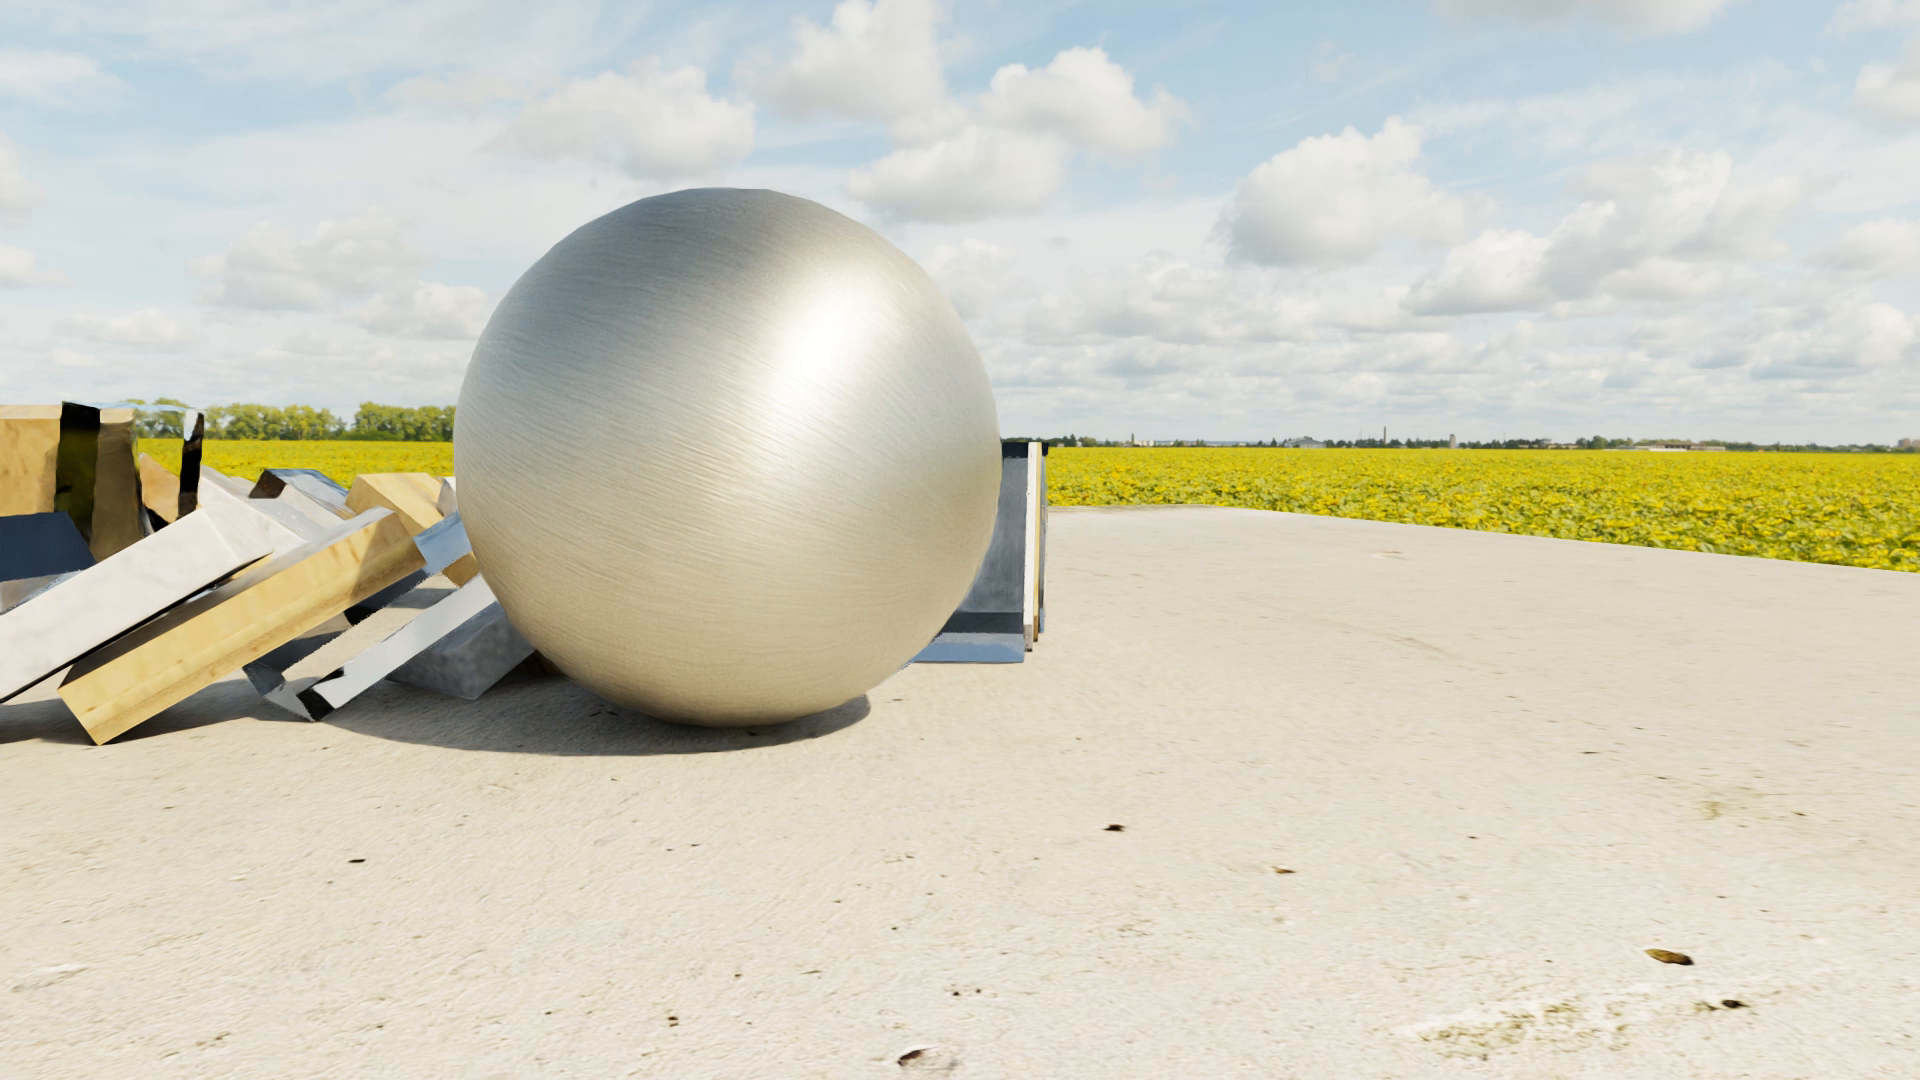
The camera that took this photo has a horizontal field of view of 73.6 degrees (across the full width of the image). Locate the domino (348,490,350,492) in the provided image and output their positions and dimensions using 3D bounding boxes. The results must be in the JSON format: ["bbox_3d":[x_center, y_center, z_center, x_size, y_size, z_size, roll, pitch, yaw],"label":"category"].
[{"bbox_3d":[-0.197,-0.005,0.430,0.050,0.009,0.025,27,0,-10],"label":"domino"}]

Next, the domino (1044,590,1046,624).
[{"bbox_3d":[0.008,-0.002,0.316,0.025,0.050,0.009,0,-39,3],"label":"domino"}]

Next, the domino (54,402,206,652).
[{"bbox_3d":[-0.173,-0.003,0.266,0.009,0.050,0.025,10,7,13],"label":"domino"}]

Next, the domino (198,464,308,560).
[{"bbox_3d":[-0.185,-0.002,0.344,0.050,0.009,0.025,35,-7,-11],"label":"domino"}]

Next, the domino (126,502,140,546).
[{"bbox_3d":[-0.200,-0.003,0.286,0.025,0.050,0.010,-3,36,-11],"label":"domino"}]

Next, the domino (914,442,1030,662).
[{"bbox_3d":[0.001,0.001,0.264,0.025,0.050,0.010,0,-39,5],"label":"domino"}]

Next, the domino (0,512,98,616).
[{"bbox_3d":[-0.151,0.013,0.177,0.050,0.010,0.025,-29,2,6],"label":"domino"}]

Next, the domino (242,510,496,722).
[{"bbox_3d":[-0.093,0.010,0.217,0.025,0.010,0.050,6,37,44],"label":"domino"}]

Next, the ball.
[{"bbox_3d":[-0.034,-0.012,0.194,0.080,0.080,0.080,0,4,0],"label":"ball"}]

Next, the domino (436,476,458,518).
[{"bbox_3d":[-0.119,0.000,0.349,0.025,0.009,0.050,-4,36,-48],"label":"domino"}]

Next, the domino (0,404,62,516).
[{"bbox_3d":[-0.191,-0.003,0.270,0.025,0.050,0.009,-3,24,-27],"label":"domino"}]

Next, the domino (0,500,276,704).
[{"bbox_3d":[-0.129,0.012,0.188,0.050,0.009,0.025,-33,13,-13],"label":"domino"}]

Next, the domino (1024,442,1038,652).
[{"bbox_3d":[0.004,0.000,0.277,0.025,0.050,0.009,0,-39,5],"label":"domino"}]

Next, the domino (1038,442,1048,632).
[{"bbox_3d":[0.008,-0.002,0.303,0.025,0.050,0.009,1,-39,5],"label":"domino"}]

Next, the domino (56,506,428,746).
[{"bbox_3d":[-0.111,0.012,0.200,0.050,0.010,0.025,-34,19,-24],"label":"domino"}]

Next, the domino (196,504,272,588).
[{"bbox_3d":[-0.195,-0.002,0.324,0.025,0.009,0.050,3,-37,40],"label":"domino"}]

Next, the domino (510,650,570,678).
[{"bbox_3d":[-0.074,0.007,0.255,0.025,0.010,0.050,2,34,22],"label":"domino"}]

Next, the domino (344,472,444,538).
[{"bbox_3d":[-0.142,-0.001,0.354,0.050,0.010,0.025,34,15,16],"label":"domino"}]

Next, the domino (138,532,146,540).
[{"bbox_3d":[-0.253,-0.003,0.394,0.050,0.010,0.025,32,-17,-36],"label":"domino"}]

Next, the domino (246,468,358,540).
[{"bbox_3d":[-0.164,-0.002,0.351,0.050,0.010,0.025,33,3,0],"label":"domino"}]

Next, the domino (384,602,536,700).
[{"bbox_3d":[-0.080,0.008,0.235,0.025,0.010,0.050,5,35,33],"label":"domino"}]

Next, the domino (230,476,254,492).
[{"bbox_3d":[-0.218,-0.005,0.422,0.050,0.010,0.025,27,-3,-15],"label":"domino"}]

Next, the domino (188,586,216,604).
[{"bbox_3d":[-0.204,-0.003,0.305,0.025,0.050,0.010,2,44,29],"label":"domino"}]

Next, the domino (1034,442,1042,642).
[{"bbox_3d":[0.005,-0.001,0.290,0.025,0.050,0.009,0,-39,5],"label":"domino"}]

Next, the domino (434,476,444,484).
[{"bbox_3d":[-0.154,-0.006,0.438,0.050,0.010,0.025,27,4,-1],"label":"domino"}]
